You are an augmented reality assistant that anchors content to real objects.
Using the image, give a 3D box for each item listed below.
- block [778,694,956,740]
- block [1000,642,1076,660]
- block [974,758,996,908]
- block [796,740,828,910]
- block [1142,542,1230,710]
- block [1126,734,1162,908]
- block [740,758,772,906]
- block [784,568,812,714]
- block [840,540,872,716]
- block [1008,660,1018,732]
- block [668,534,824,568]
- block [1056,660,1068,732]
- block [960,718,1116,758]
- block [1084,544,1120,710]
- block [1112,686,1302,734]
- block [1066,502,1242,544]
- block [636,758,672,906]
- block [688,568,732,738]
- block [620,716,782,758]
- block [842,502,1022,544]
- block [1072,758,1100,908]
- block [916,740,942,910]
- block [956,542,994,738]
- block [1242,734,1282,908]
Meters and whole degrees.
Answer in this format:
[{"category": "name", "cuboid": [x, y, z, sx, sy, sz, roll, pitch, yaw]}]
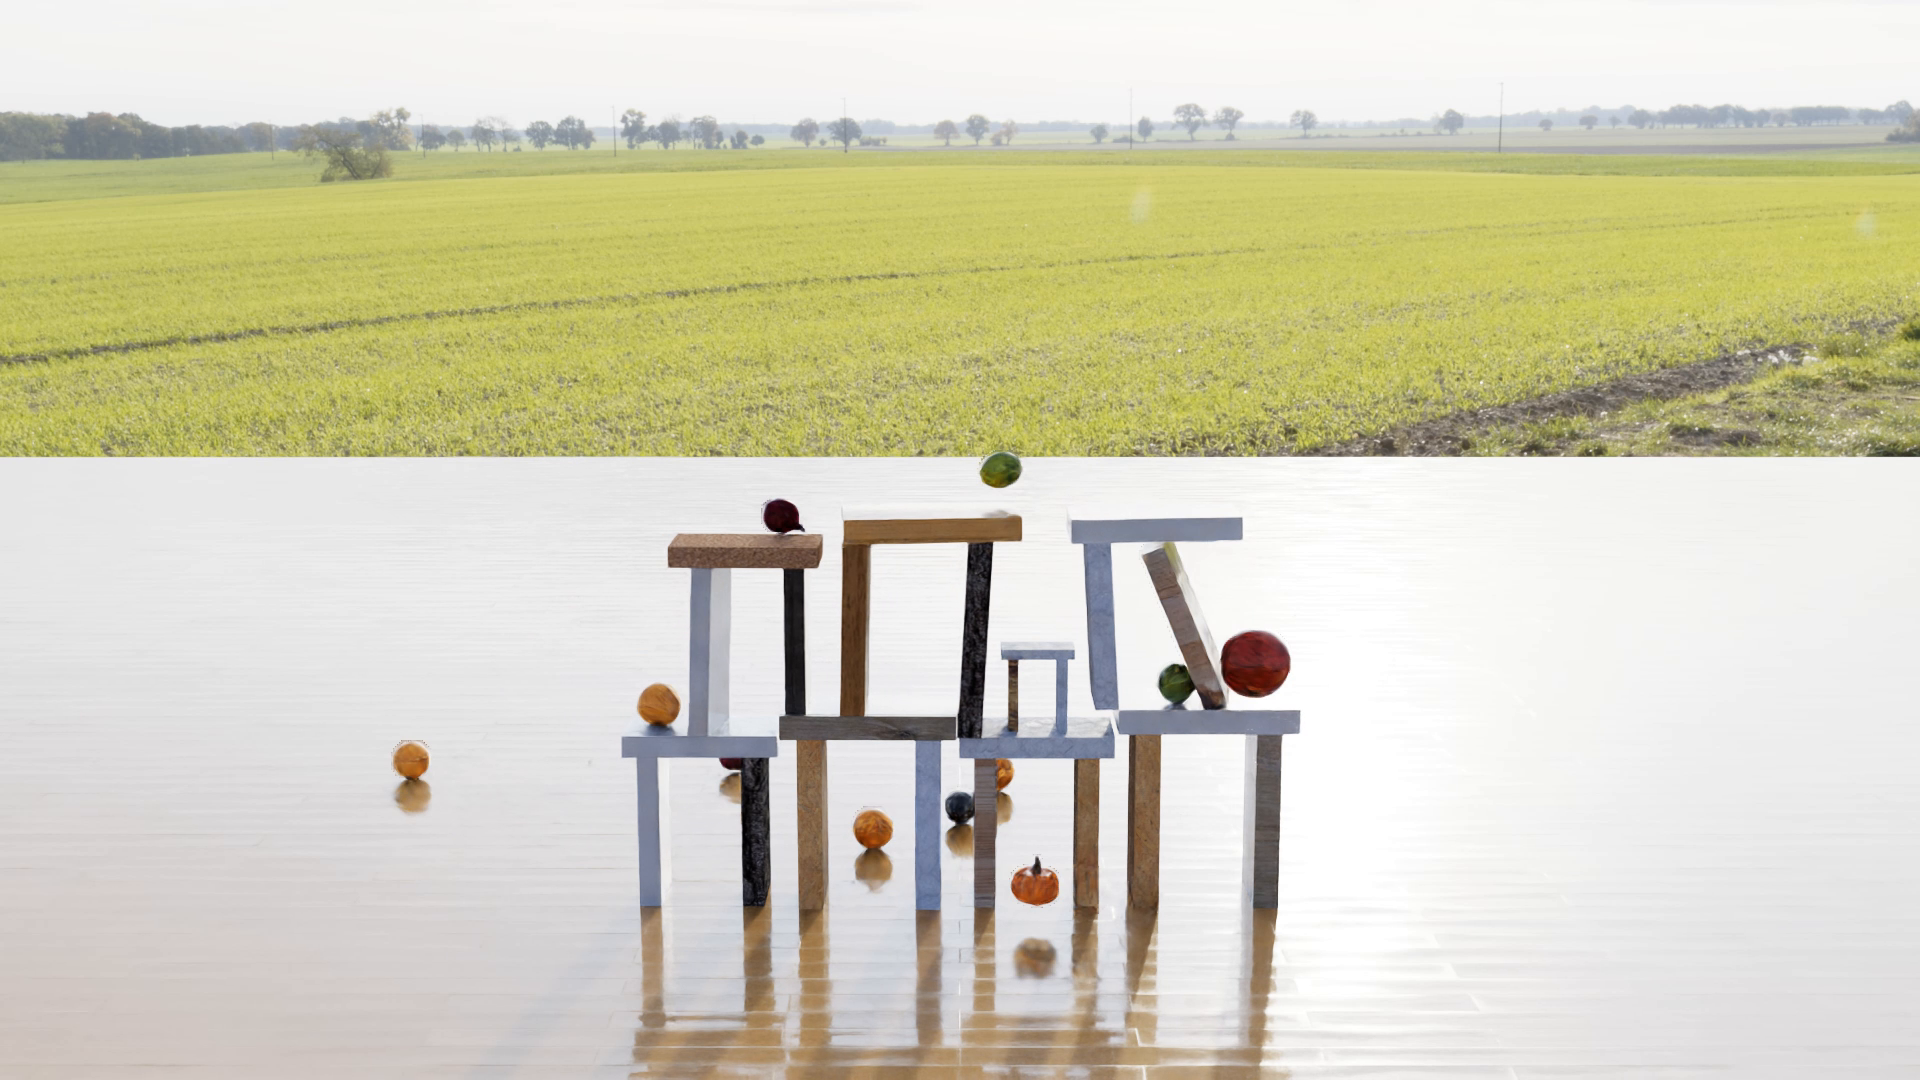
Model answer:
[{"category": "block", "cuboid": [-0.148, 0.290, 3.610, 0.285, 0.040, 0.143, 0, 11, 0]}, {"category": "block", "cuboid": [0.127, 0.181, 3.595, 0.120, 0.017, 0.060, 0, 11, 0]}, {"category": "block", "cuboid": [0.041, 0.466, 3.644, 0.036, 0.252, 0.126, 0, 11, 0]}, {"category": "block", "cuboid": [-0.243, 0.450, 3.640, 0.040, 0.285, 0.143, 0, 11, 0]}, {"category": "block", "cuboid": [0.369, 0.129, 3.581, 0.039, 0.273, 0.136, -21, 7, 13]}, {"category": "block", "cuboid": [0.305, 0.445, 3.646, 0.042, 0.293, 0.147, 0, 11, 0]}, {"category": "block", "cuboid": [-0.338, 0.465, 3.647, 0.036, 0.253, 0.126, 0, 11, 0]}, {"category": "block", "cuboid": [-0.265, 0.153, 3.584, 0.034, 0.239, 0.120, 0, 11, 0]}, {"category": "block", "cuboid": [-0.170, 0.131, 3.581, 0.040, 0.283, 0.141, 1, 11, 0]}, {"category": "block", "cuboid": [0.087, 0.248, 3.608, 0.017, 0.120, 0.060, 0, 11, 0]}, {"category": "block", "cuboid": [-0.345, 0.017, 3.561, 0.239, 0.034, 0.120, 0, 11, 1]}, {"category": "block", "cuboid": [0.167, 0.248, 3.607, 0.017, 0.120, 0.060, 0, 11, 0]}, {"category": "block", "cuboid": [0.125, 0.325, 3.617, 0.252, 0.036, 0.126, 0, 11, 0]}, {"category": "block", "cuboid": [0.229, 0.128, 3.584, 0.039, 0.273, 0.136, -3, 11, 1]}, {"category": "block", "cuboid": [0.402, 0.280, 3.616, 0.293, 0.042, 0.147, 0, 11, 0]}, {"category": "block", "cuboid": [0.312, -0.028, 3.556, 0.273, 0.039, 0.136, -1, 11, 0]}, {"category": "block", "cuboid": [-0.507, 0.465, 3.647, 0.036, 0.253, 0.126, 0, 11, 0]}, {"category": "block", "cuboid": [-0.407, 0.171, 3.584, 0.034, 0.276, 0.120, 4, 11, 10]}, {"category": "block", "cuboid": [-0.422, 0.324, 3.620, 0.253, 0.036, 0.126, 0, 11, 0]}, {"category": "block", "cuboid": [-0.047, -0.027, 3.543, 0.283, 0.040, 0.141, -1, 11, -4]}, {"category": "block", "cuboid": [0.209, 0.466, 3.644, 0.036, 0.252, 0.126, 0, 11, 0]}, {"category": "block", "cuboid": [-0.052, 0.451, 3.635, 0.040, 0.285, 0.143, 0, 11, 0]}, {"category": "block", "cuboid": [0.025, 0.149, 3.585, 0.040, 0.321, 0.141, 3, 11, 0]}, {"category": "block", "cuboid": [0.500, 0.445, 3.646, 0.042, 0.293, 0.147, 0, 11, 0]}]
